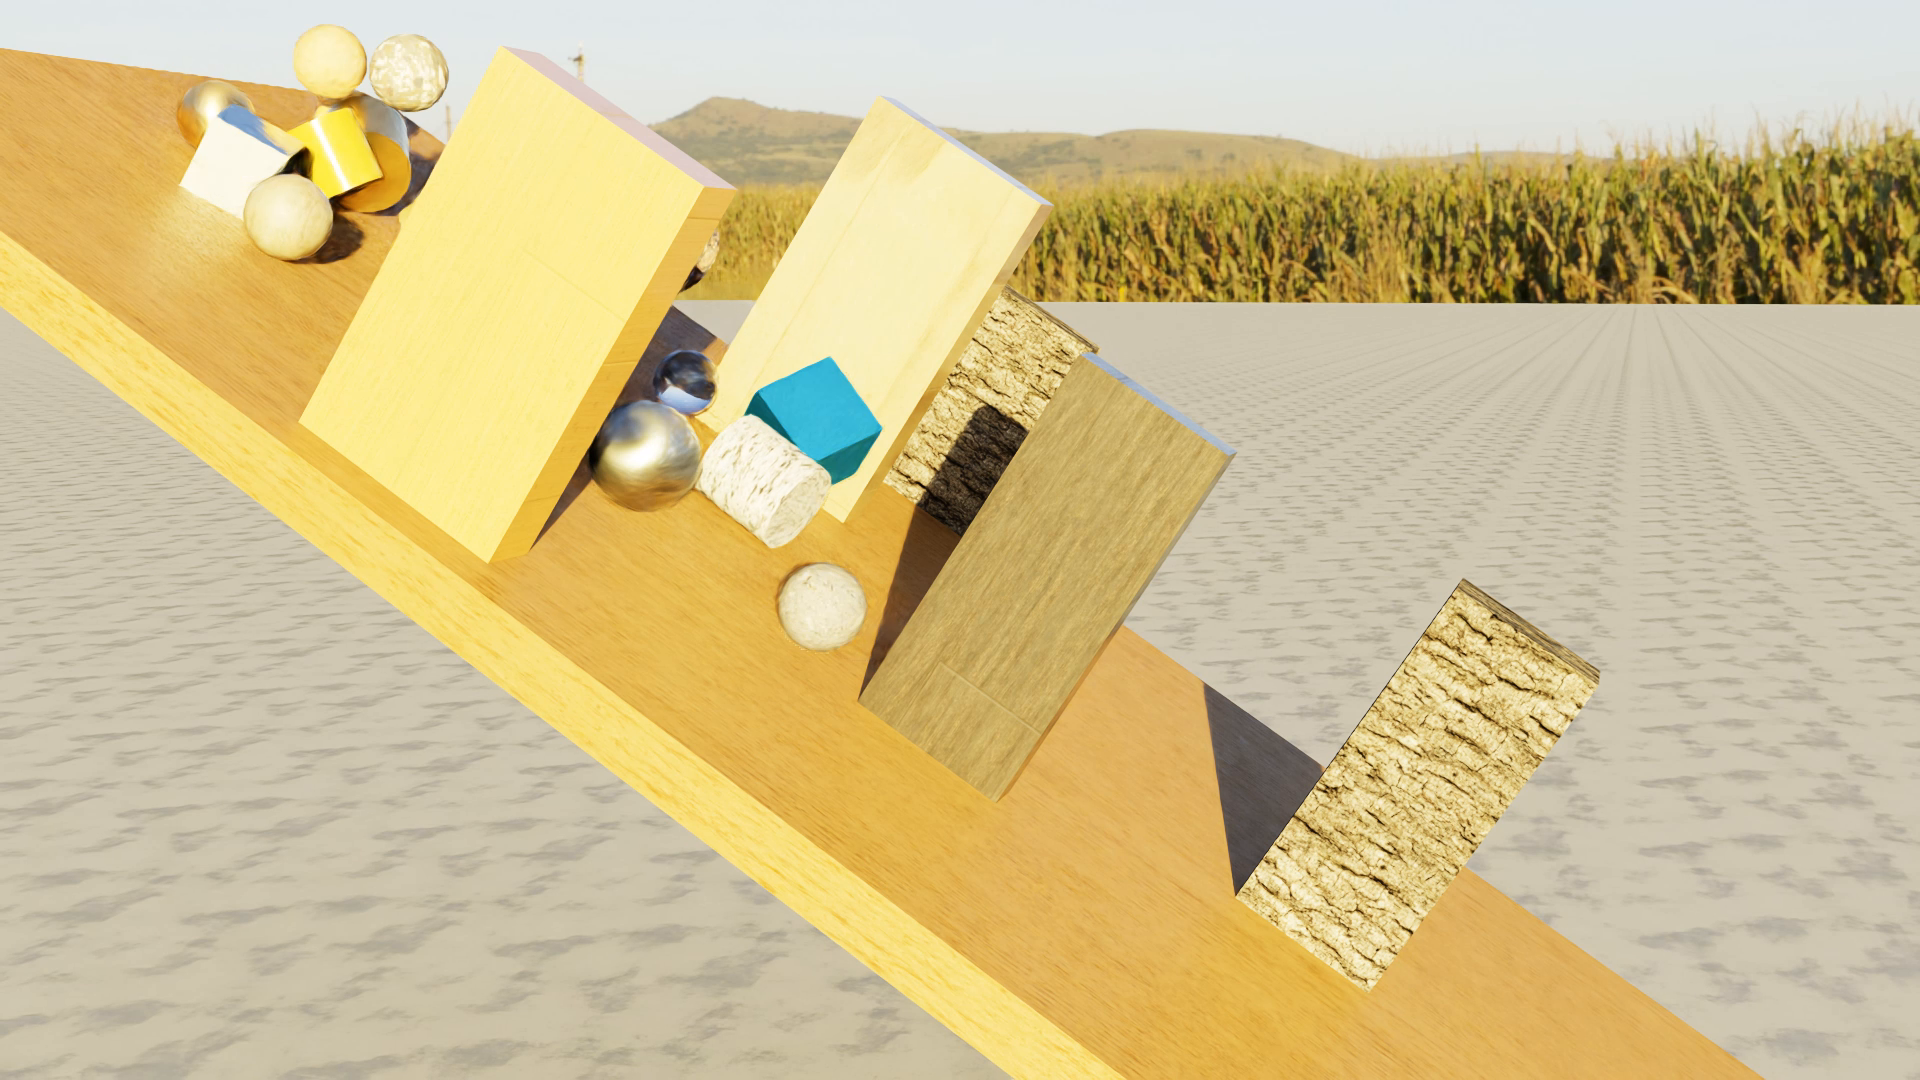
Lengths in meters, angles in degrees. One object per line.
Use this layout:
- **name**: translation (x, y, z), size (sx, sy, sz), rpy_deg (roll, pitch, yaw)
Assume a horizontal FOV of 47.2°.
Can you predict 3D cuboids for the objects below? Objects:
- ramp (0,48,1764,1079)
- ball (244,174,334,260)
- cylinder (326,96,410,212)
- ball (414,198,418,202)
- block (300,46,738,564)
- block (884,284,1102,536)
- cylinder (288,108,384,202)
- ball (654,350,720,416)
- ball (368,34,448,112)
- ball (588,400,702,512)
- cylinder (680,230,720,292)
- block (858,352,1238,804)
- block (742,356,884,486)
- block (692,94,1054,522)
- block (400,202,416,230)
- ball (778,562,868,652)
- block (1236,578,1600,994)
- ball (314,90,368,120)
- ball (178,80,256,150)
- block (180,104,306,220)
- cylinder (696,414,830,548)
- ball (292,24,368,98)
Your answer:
- **ramp**: translation (-0.130, 0.218, 4.101), size (4.000, 0.100, 2.000), rpy_deg (35, 15, 10)
- **ball**: translation (-1.207, -0.580, 3.953), size (0.154, 0.154, 0.154), rpy_deg (0, 7, 0)
- **cylinder**: translation (-1.218, -0.791, 4.502), size (0.178, 0.178, 0.178), rpy_deg (-2, 35, -15)
- **ball**: translation (-1.067, -0.654, 4.514), size (0.130, 0.130, 0.130), rpy_deg (0, 7, 0)
- **block**: translation (-0.673, -0.350, 3.319), size (0.381, 0.664, 0.124), rpy_deg (35, 15, 10)
- **block**: translation (0.060, -0.284, 4.884), size (0.260, 0.509, 0.101), rpy_deg (35, 15, 10)
- **cylinder**: translation (-1.228, -0.750, 4.313), size (0.146, 0.146, 0.146), rpy_deg (-23, 10, 4)
- **ball**: translation (-0.555, -0.320, 4.467), size (0.134, 0.134, 0.134), rpy_deg (0, 7, 0)
- **ball**: translation (-1.063, -0.901, 4.244), size (0.150, 0.150, 0.150), rpy_deg (0, 7, 0)
- **ball**: translation (-0.548, -0.145, 3.831), size (0.195, 0.195, 0.195), rpy_deg (0, 7, 0)
- **cylinder**: translation (-0.617, -0.626, 4.517), size (0.176, 0.176, 0.176), rpy_deg (6, -23, 41)
- **block**: translation (0.136, 0.064, 3.586), size (0.287, 0.694, 0.082), rpy_deg (35, 15, 10)
- **block**: translation (-0.298, -0.209, 4.287), size (0.181, 0.181, 0.181), rpy_deg (-29, -14, -32)
- **block**: translation (-0.185, -0.465, 4.471), size (0.399, 0.762, 0.105), rpy_deg (35, 15, 10)
- **block**: translation (-0.897, -0.547, 4.008), size (0.171, 0.171, 0.171), rpy_deg (-32, 32, 4)
- **ball**: translation (-0.233, 0.114, 3.734), size (0.151, 0.151, 0.151), rpy_deg (0, 7, 0)
- **block**: translation (0.790, 0.425, 3.812), size (0.279, 0.670, 0.144), rpy_deg (35, 15, 10)
- **ball**: translation (-1.305, -0.886, 4.716), size (0.155, 0.155, 0.155), rpy_deg (0, 7, 0)
- **ball**: translation (-1.435, -0.813, 4.246), size (0.144, 0.144, 0.144), rpy_deg (0, 7, 0)
- **block**: translation (-1.331, -0.698, 4.088), size (0.147, 0.147, 0.147), rpy_deg (29, 15, -13)
- **cylinder**: translation (-0.368, -0.110, 4.113), size (0.179, 0.179, 0.179), rpy_deg (38, 21, 17)
- **ball**: translation (-1.291, -0.981, 4.507), size (0.149, 0.149, 0.149), rpy_deg (0, 7, 0)
